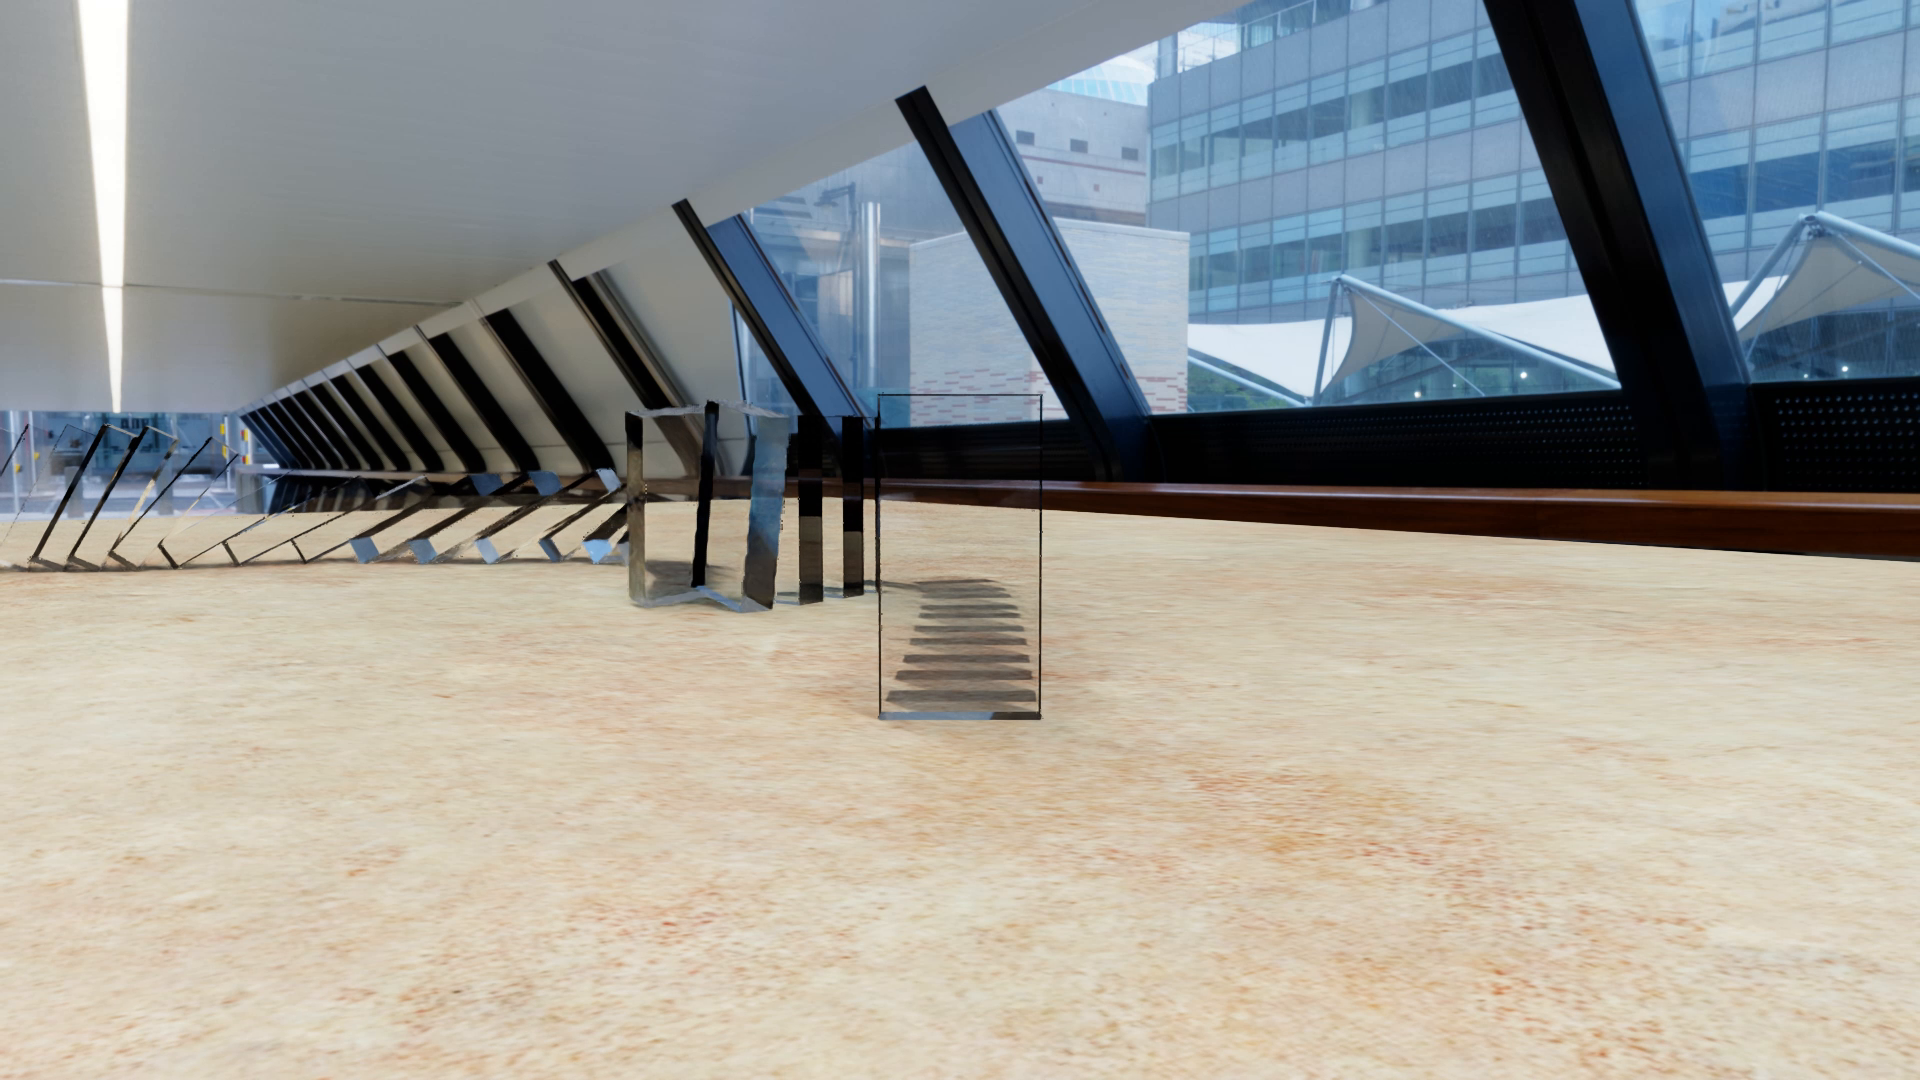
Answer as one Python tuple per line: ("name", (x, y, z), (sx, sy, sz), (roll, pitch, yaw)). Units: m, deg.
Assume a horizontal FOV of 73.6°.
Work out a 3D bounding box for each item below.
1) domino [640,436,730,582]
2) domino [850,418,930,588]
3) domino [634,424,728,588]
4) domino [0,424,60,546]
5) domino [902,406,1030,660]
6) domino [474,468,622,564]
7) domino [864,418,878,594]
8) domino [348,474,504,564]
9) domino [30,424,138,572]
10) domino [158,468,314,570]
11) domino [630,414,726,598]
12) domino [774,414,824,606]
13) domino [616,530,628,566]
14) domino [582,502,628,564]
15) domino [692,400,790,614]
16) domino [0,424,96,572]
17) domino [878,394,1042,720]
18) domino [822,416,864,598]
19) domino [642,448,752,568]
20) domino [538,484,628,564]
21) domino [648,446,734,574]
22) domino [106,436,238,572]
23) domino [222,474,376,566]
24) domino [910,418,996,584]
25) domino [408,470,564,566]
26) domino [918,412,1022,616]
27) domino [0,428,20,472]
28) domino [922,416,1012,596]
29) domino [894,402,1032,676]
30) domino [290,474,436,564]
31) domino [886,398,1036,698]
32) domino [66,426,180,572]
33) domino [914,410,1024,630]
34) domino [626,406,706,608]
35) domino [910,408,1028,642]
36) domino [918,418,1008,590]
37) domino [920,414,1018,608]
("domino", (-0.083, -0.009, 0.387), (0.025, 0.050, 0.010), (-1, 44, -12))
("domino", (-0.021, -0.012, 0.391), (0.010, 0.050, 0.025), (-4, 6, -45))
("domino", (-0.080, -0.009, 0.371), (0.025, 0.050, 0.009), (-1, 35, -13))
("domino", (-0.321, -0.014, 0.432), (0.010, 0.050, 0.025), (28, -12, -32))
("domino", (0.001, -0.002, 0.256), (0.025, 0.050, 0.010), (0, 4, 2))
("domino", (-0.148, -0.009, 0.465), (0.050, 0.009, 0.025), (-30, 5, 0))
("domino", (-0.032, -0.011, 0.375), (0.025, 0.050, 0.009), (3, 5, 33))
("domino", (-0.192, -0.008, 0.465), (0.050, 0.010, 0.025), (-27, 2, 5))
("domino", (-0.298, -0.015, 0.438), (0.009, 0.050, 0.025), (27, -9, -27))
("domino", (-0.254, -0.008, 0.451), (0.050, 0.009, 0.025), (-36, 19, -21))
("domino", (-0.078, -0.009, 0.354), (0.025, 0.050, 0.010), (-1, 20, -13))
("domino", (-0.050, -0.009, 0.348), (0.025, 0.050, 0.010), (3, 5, 35))
("domino", (-0.094, -0.010, 0.443), (0.050, 0.010, 0.025), (-41, -21, 31))
("domino", (-0.108, -0.010, 0.456), (0.050, 0.010, 0.025), (-37, -10, 20))
("domino", (-0.057, -0.009, 0.329), (0.009, 0.050, 0.025), (-4, 16, -41))
("domino", (-0.311, -0.015, 0.438), (0.009, 0.050, 0.025), (28, -12, -33))
("domino", (0.000, 0.002, 0.201), (0.025, 0.050, 0.009), (0, 4, 0))
("domino", (-0.040, -0.010, 0.362), (0.025, 0.050, 0.009), (3, 5, 32))
("domino", (-0.087, -0.010, 0.422), (0.025, 0.010, 0.050), (0, -37, -26))
("domino", (-0.127, -0.010, 0.469), (0.050, 0.010, 0.025), (-33, 5, 0))
("domino", (-0.085, -0.009, 0.405), (0.025, 0.010, 0.050), (-1, -40, -14))
("domino", (-0.270, -0.013, 0.442), (0.009, 0.050, 0.025), (41, -15, -24))
("domino", (-0.237, -0.008, 0.462), (0.050, 0.010, 0.025), (-31, 16, -21))
("domino", (-0.002, -0.012, 0.397), (0.025, 0.050, 0.010), (-2, 5, -22))
("domino", (-0.169, -0.008, 0.461), (0.050, 0.009, 0.025), (-29, 2, 5))
("domino", (0.002, -0.006, 0.320), (0.025, 0.050, 0.009), (0, 4, 0))
("domino", (-0.329, -0.014, 0.426), (0.010, 0.050, 0.025), (28, -12, -32))
("domino", (0.002, -0.009, 0.361), (0.025, 0.050, 0.009), (0, 4, -3))
("domino", (0.001, 0.000, 0.238), (0.025, 0.050, 0.009), (0, 4, 2))
("domino", (-0.219, -0.008, 0.472), (0.050, 0.010, 0.025), (-30, 16, -21))
("domino", (0.000, 0.001, 0.218), (0.025, 0.050, 0.010), (0, 4, 1))
("domino", (-0.285, -0.015, 0.438), (0.010, 0.050, 0.025), (30, -10, -26))
("domino", (0.002, -0.005, 0.297), (0.025, 0.050, 0.009), (0, 4, 1))
("domino", (-0.074, -0.009, 0.338), (0.025, 0.050, 0.009), (-10, 20, -39))
("domino", (0.002, -0.003, 0.278), (0.025, 0.050, 0.009), (0, 4, 1))
("domino", (0.001, -0.011, 0.376), (0.025, 0.050, 0.009), (0, 4, -5))
("domino", (0.002, -0.008, 0.336), (0.025, 0.050, 0.009), (0, 4, -1))
